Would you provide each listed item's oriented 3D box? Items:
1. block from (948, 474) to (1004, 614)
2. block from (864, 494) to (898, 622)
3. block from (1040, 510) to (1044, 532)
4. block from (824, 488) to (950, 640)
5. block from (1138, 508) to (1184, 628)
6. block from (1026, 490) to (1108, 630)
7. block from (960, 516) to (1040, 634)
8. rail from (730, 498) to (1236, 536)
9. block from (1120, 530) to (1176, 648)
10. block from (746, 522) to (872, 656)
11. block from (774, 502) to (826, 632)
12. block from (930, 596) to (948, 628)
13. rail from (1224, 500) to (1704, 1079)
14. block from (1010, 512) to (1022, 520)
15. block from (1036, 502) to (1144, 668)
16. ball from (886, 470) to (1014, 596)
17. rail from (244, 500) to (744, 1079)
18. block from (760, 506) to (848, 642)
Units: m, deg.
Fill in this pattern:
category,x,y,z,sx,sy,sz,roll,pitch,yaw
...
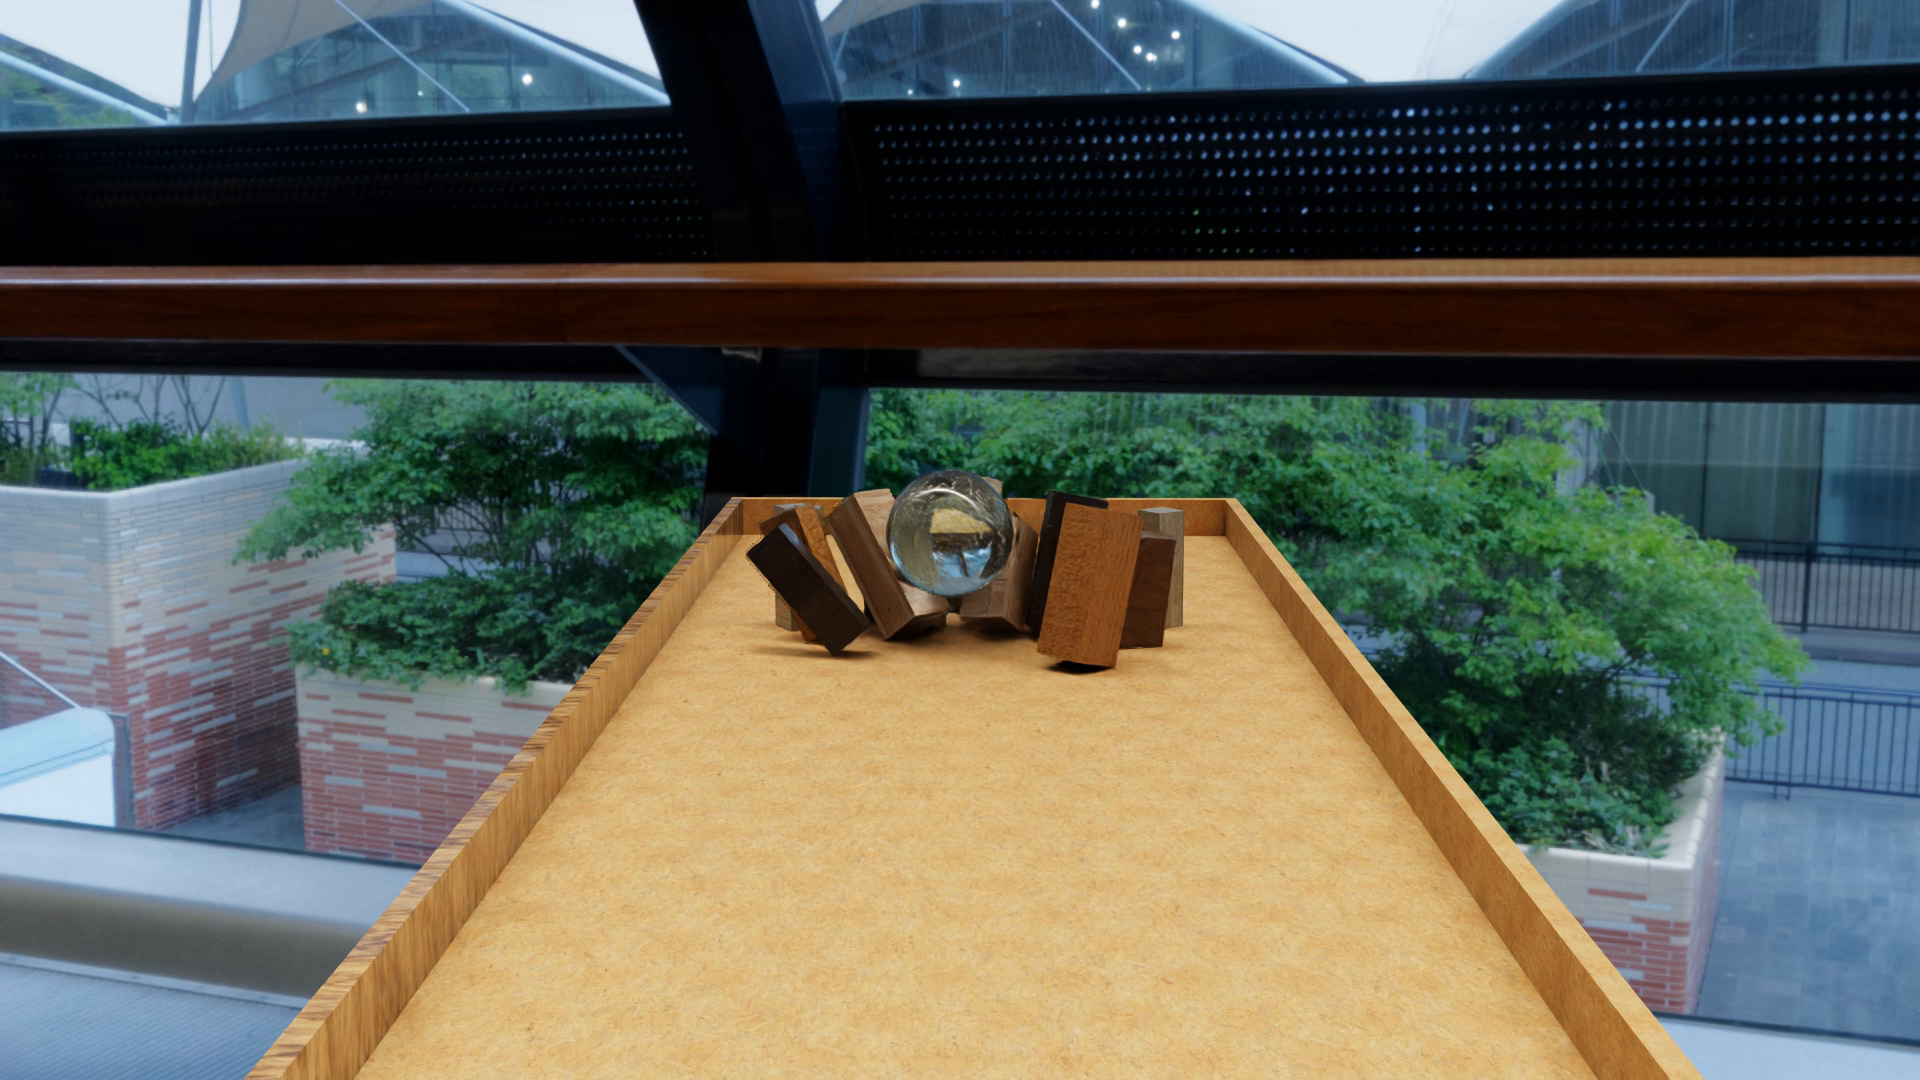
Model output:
category,x,y,z,sx,sy,sz,roll,pitch,yaw
block,0.051,0.021,7.234,0.110,0.450,0.110,13,-19,-21
block,-0.211,0.062,7.250,0.144,0.415,0.144,4,4,26
block,0.357,0.089,7.216,0.151,0.373,0.151,-1,5,-14
block,-0.234,0.076,7.052,0.164,0.454,0.164,-10,-23,-47
block,0.656,0.092,7.207,0.108,0.383,0.108,-7,11,-36
block,0.339,0.072,7.032,0.176,0.438,0.176,10,3,-3
block,0.128,0.114,7.059,0.152,0.340,0.152,-2,-23,30
rail,0.099,-0.098,9.147,2.100,0.150,0.050,0,9,1
block,0.543,0.148,6.930,0.180,0.341,0.180,4,7,-16
block,-0.463,0.151,6.763,0.131,0.414,0.131,-41,0,9
block,-0.522,0.088,7.181,0.125,0.399,0.125,-5,10,-28
block,-0.107,0.128,7.176,0.114,0.302,0.114,4,-4,26
rail,1.046,0.843,3.208,0.050,0.150,12.000,0,9,1
block,0.112,0.081,7.356,0.142,0.328,0.142,4,-17,25
block,0.391,0.135,6.585,0.170,0.460,0.170,11,1,-45
ball,-0.032,-0.022,6.873,0.399,0.399,0.399,0,9,0
rail,-1.004,0.839,3.234,0.050,0.150,12.000,0,9,1
block,-0.480,0.104,6.989,0.137,0.400,0.137,-23,-3,21
